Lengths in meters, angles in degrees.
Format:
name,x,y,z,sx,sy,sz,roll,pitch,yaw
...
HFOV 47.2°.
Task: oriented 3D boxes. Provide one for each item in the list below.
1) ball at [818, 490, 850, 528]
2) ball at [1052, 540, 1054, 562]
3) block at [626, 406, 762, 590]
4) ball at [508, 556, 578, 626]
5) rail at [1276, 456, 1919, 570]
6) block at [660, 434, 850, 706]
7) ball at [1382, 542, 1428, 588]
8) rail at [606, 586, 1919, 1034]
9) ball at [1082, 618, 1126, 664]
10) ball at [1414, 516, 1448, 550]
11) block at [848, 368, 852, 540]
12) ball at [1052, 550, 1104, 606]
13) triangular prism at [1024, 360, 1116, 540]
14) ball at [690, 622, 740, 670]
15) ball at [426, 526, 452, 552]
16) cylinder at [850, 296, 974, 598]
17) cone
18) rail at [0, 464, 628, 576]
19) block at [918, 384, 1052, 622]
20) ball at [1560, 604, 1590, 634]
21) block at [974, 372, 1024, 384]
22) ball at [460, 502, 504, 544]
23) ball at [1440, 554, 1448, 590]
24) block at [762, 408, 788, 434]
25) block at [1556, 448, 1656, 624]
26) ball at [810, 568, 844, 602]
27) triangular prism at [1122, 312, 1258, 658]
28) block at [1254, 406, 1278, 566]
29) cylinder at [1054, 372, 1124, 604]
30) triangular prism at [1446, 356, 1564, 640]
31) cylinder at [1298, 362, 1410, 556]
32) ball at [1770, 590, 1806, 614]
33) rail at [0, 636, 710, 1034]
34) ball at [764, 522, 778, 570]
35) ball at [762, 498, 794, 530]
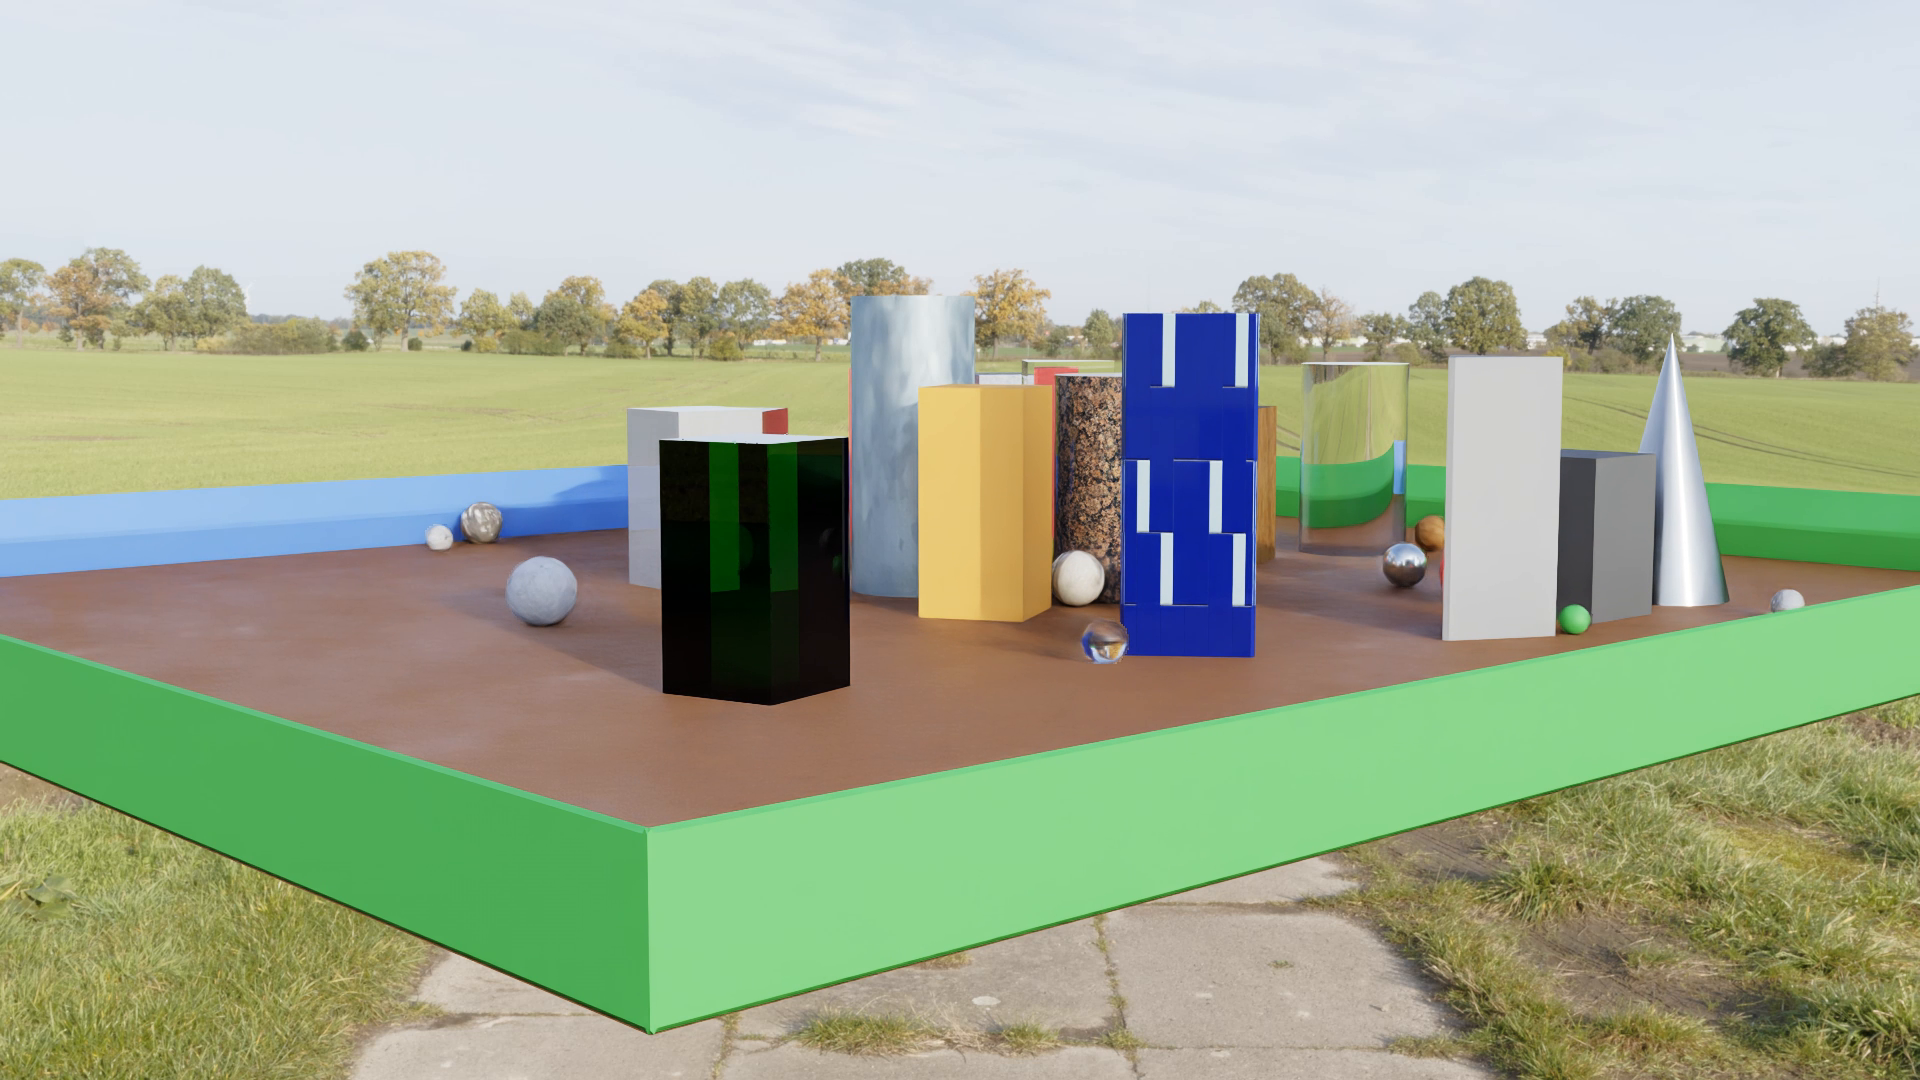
name,x,y,z,sx,sy,sz,roll,pitch,yaw
ball,-0.252,-0.065,4.515,0.079,0.079,0.079,0,6,0
ball,0.136,0.035,3.570,0.076,0.076,0.076,0,6,0
block,-0.429,-0.070,3.565,0.157,0.286,0.157,-5,8,-39
ball,-0.591,0.072,3.112,0.098,0.098,0.098,0,6,0
rail,1.080,-0.070,4.323,0.045,0.127,2.675,-5,8,-42
block,-0.239,0.029,2.573,0.157,0.296,0.157,4,7,32
ball,0.717,0.040,3.544,0.072,0.072,0.072,0,6,0
rail,0.891,0.134,2.372,2.987,0.127,0.045,-5,8,-42
ball,0.182,0.128,2.774,0.057,0.057,0.057,0,6,0
ball,0.875,-0.013,4.076,0.066,0.066,0.066,0,6,0
block,-0.128,-0.171,4.313,0.157,0.333,0.157,1,6,6
ball,0.176,0.058,3.312,0.085,0.085,0.085,0,6,0
triangular prism,0.148,-0.121,3.700,0.170,0.360,0.147,-4,7,-32
ball,-0.304,0.132,2.721,0.060,0.060,0.060,0,6,0
ball,-0.962,-0.003,4.062,0.049,0.049,0.049,0,6,0
cylinder,-0.074,-0.153,3.493,0.196,0.466,0.196,0,6,0
cone,1.093,-0.115,3.396,0.196,0.411,0.196,0,6,0
rail,-0.891,-0.067,4.292,2.987,0.127,0.045,-5,8,-42
block,0.038,-0.059,3.231,0.157,0.334,0.157,2,6,17
ball,0.846,0.109,3.028,0.041,0.041,0.041,0,6,0
block,0.094,-0.175,4.423,0.157,0.318,0.157,-2,6,-15
ball,-0.913,-0.033,4.197,0.081,0.081,0.081,0,6,0
ball,0.776,0.051,3.346,0.092,0.092,0.092,0,6,0
block,-0.398,-0.093,3.855,0.157,0.272,0.157,1,6,12
block,0.905,-0.009,3.225,0.157,0.236,0.157,-5,8,-41
ball,-0.204,0.069,3.365,0.051,0.051,0.051,0,6,0
triangular prism,0.302,-0.077,2.890,0.170,0.440,0.147,1,6,7
block,0.464,-0.099,3.904,0.157,0.274,0.157,2,6,23
cylinder,0.244,-0.084,3.421,0.196,0.345,0.196,0,6,0
triangular prism,0.716,-0.063,3.046,0.170,0.381,0.147,-2,6,-17
cylinder,0.727,-0.152,4.061,0.196,0.347,0.196,0,6,0
ball,1.186,0.094,3.149,0.047,0.047,0.047,0,6,0
rail,-1.080,0.137,2.341,0.045,0.127,2.675,-5,8,-42
ball,-0.356,0.009,3.727,0.096,0.096,0.096,0,6,0
ball,-0.373,-0.054,4.478,0.065,0.065,0.065,0,6,0
